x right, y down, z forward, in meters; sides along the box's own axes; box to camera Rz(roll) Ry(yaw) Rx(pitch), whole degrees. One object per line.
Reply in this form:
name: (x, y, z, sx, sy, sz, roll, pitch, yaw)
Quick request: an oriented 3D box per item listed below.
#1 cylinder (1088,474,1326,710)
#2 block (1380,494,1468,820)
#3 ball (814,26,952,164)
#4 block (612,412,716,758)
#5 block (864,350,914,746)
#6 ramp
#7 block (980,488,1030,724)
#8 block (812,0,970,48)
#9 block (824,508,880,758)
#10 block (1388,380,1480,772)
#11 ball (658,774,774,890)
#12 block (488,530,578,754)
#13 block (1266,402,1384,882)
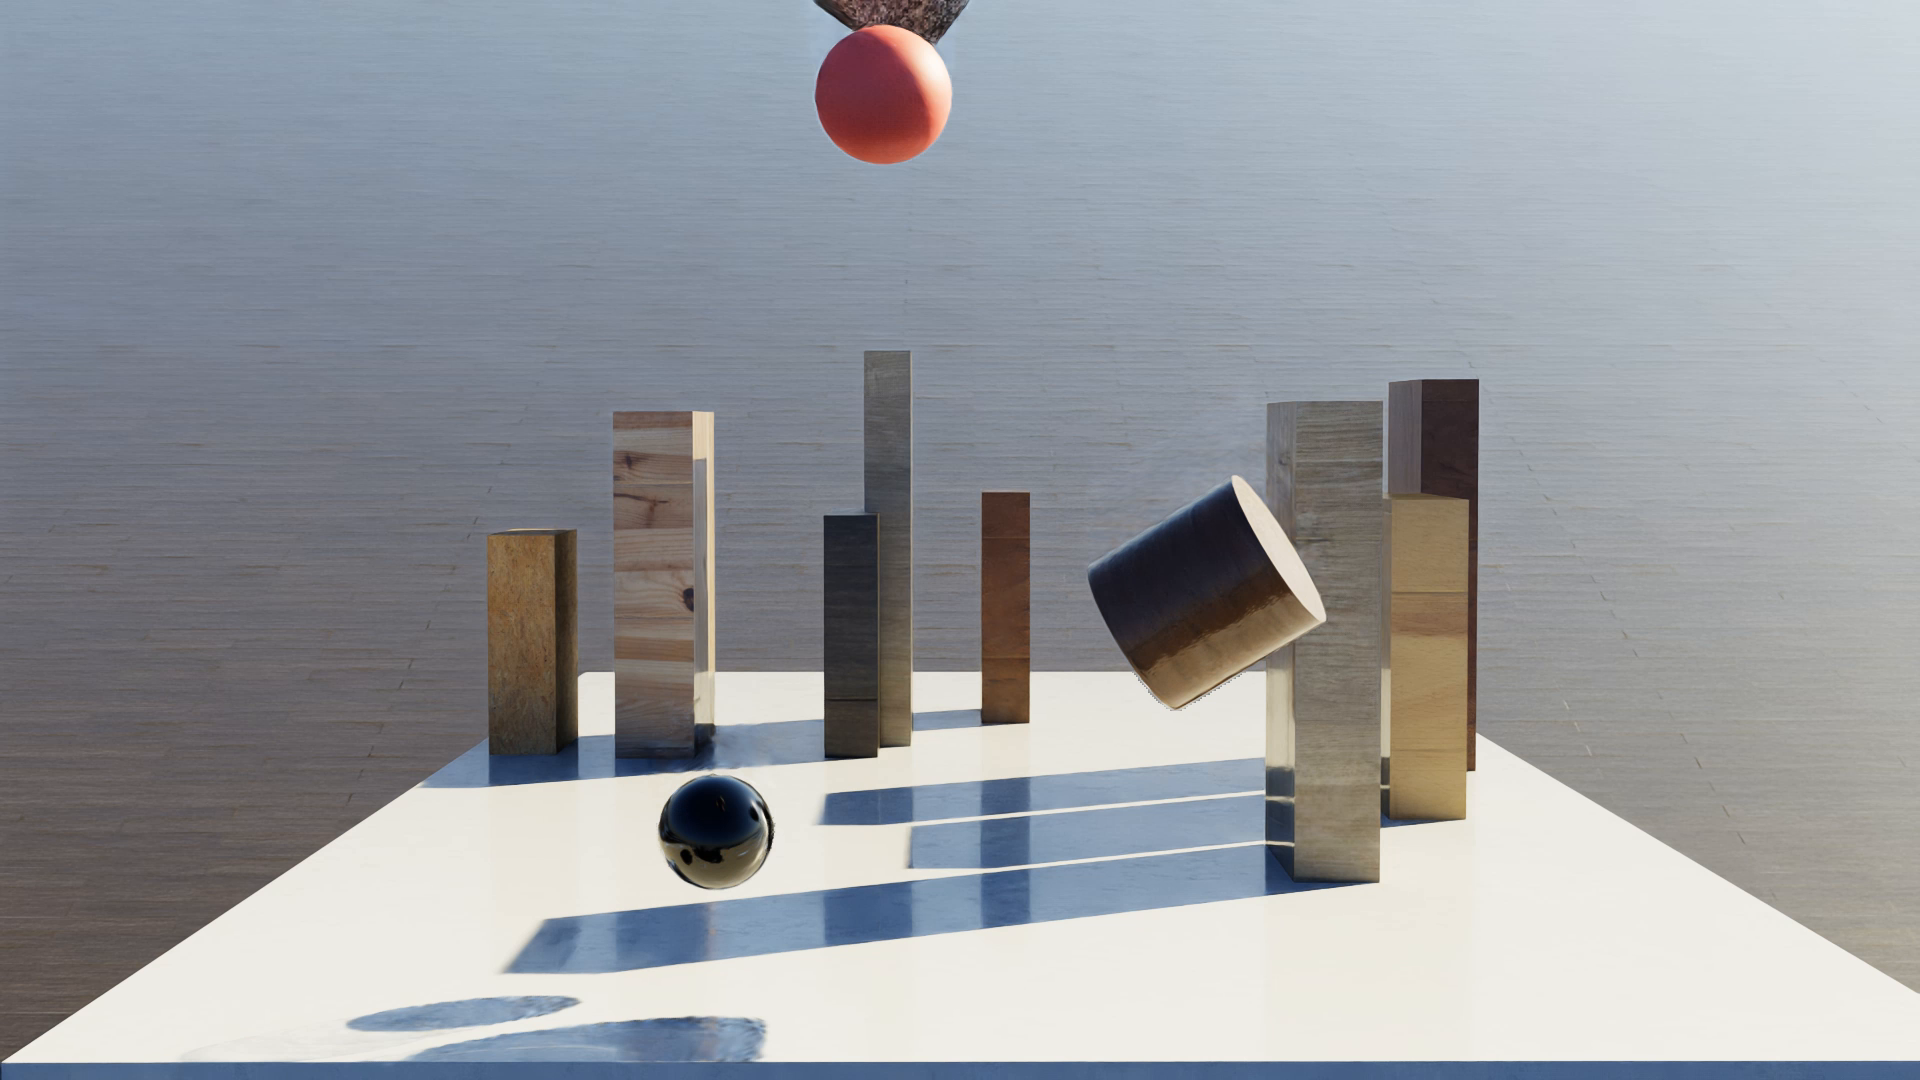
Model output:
cylinder: (0.279, 0.060, 2.919, 0.195, 0.195, 0.195, -32, 18, 15)
block: (0.743, 0.182, 4.267, 0.122, 0.508, 0.385, 0, 3, 0)
ball: (-0.070, -0.404, 2.339, 0.124, 0.124, 0.124, 0, 23, 0)
block: (-0.575, 0.076, 5.035, 0.149, 0.652, 0.419, 0, 3, 0)
block: (-0.141, 0.011, 5.143, 0.090, 0.771, 0.277, 0, 3, 0)
ramp: (0.052, 0.474, 4.536, 2.000, 0.100, 4.000, 0, 3, 0)
block: (0.096, 0.136, 5.541, 0.101, 0.486, 0.287, 0, 3, 0)
block: (-0.089, -0.608, 2.547, 0.174, 0.174, 0.174, 42, 5, 38)
block: (-0.206, 0.173, 5.050, 0.101, 0.457, 0.421, 0, 3, 0)
block: (0.881, 0.057, 4.817, 0.103, 0.708, 0.353, 0, 3, 0)
ball: (-0.274, 0.328, 2.889, 0.130, 0.130, 0.130, 0, 23, 0)
block: (-0.833, 0.193, 5.033, 0.128, 0.418, 0.290, 0, 3, 0)
block: (0.516, 0.133, 3.673, 0.117, 0.659, 0.330, 0, 3, 0)
